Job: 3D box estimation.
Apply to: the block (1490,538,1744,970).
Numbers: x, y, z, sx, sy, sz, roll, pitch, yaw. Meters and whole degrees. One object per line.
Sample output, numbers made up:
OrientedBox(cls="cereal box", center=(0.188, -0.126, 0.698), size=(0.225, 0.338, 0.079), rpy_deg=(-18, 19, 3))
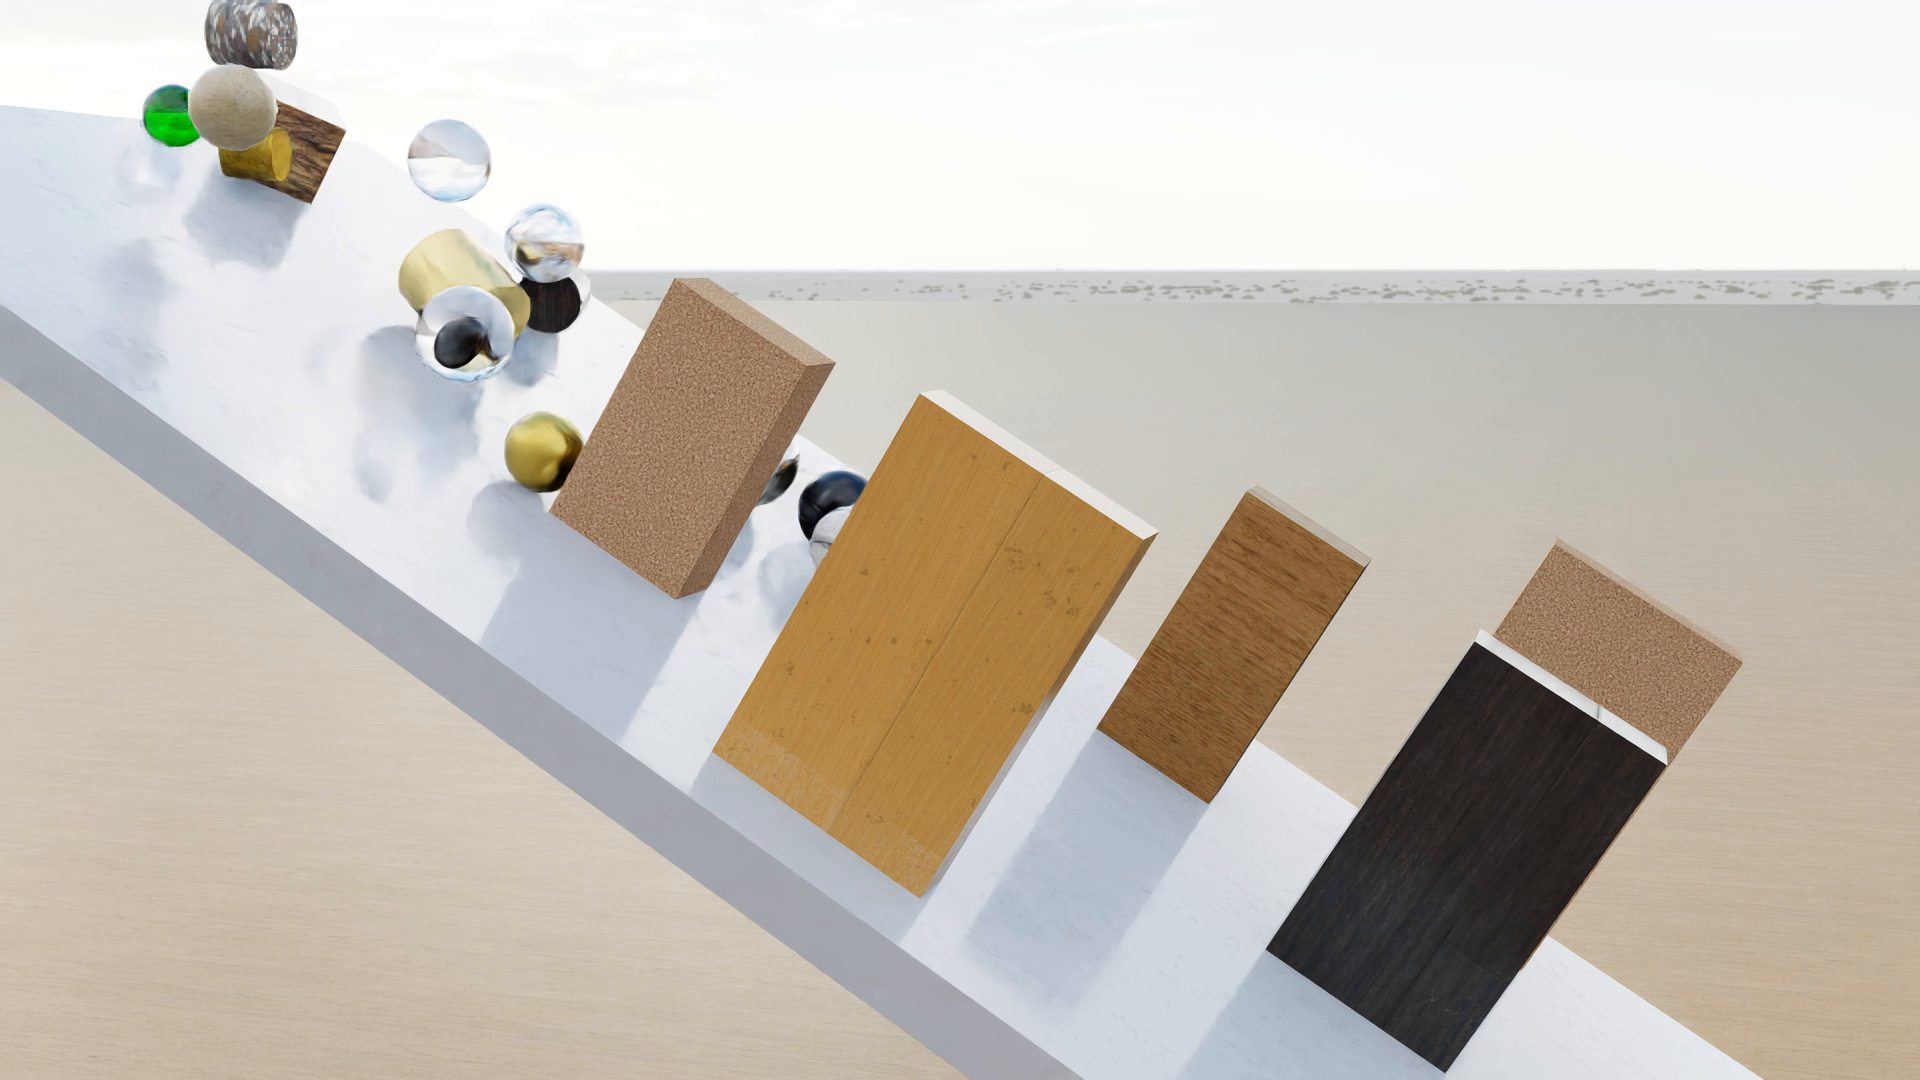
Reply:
OrientedBox(cls="block", center=(1.180, 0.435, 4.477), size=(0.423, 0.768, 0.126), rpy_deg=(34, 15, 11))

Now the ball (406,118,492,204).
OrientedBox(cls="ball", center=(-1.072, -0.797, 4.618), size=(0.177, 0.177, 0.177), rpy_deg=(0, 7, 0))

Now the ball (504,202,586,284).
OrientedBox(cls="ball", center=(-0.850, -0.609, 4.504), size=(0.165, 0.165, 0.165), rpy_deg=(0, 7, 0))

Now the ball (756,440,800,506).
OrientedBox(cls="ball", center=(-0.418, -0.161, 4.444), size=(0.187, 0.187, 0.187), rpy_deg=(0, 7, 0))

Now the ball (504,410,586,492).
OrientedBox(cls="ball", center=(-0.734, -0.156, 3.890), size=(0.146, 0.146, 0.146), rpy_deg=(0, 7, 0))

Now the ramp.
OrientedBox(cls="ramp", center=(-0.161, 0.266, 4.116), size=(4.000, 0.100, 2.000), rpy_deg=(34, 15, 11))

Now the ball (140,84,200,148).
OrientedBox(cls="ball", center=(-1.622, -0.877, 4.540), size=(0.130, 0.130, 0.130), rpy_deg=(0, 7, 0))

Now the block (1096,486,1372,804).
OrientedBox(cls="block", center=(0.542, 0.207, 4.368), size=(0.269, 0.569, 0.130), rpy_deg=(34, 15, 11))

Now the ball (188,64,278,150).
OrientedBox(cls="ball", center=(-1.334, -0.794, 4.034), size=(0.157, 0.157, 0.157), rpy_deg=(0, 7, 0))

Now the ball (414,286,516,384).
OrientedBox(cls="ball", center=(-0.902, -0.375, 4.010), size=(0.178, 0.178, 0.178), rpy_deg=(0, 7, 0))

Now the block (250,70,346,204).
OrientedBox(cls="block", center=(-1.456, -0.868, 4.733), size=(0.182, 0.182, 0.182), rpy_deg=(21, 18, -33))

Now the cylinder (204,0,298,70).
OrientedBox(cls="cylinder", center=(-1.449, -1.035, 4.500), size=(0.137, 0.137, 0.137), rpy_deg=(6, 8, 7))

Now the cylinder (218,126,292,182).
OrientedBox(cls="cylinder", center=(-1.445, -0.795, 4.511), size=(0.109, 0.109, 0.109), rpy_deg=(5, 7, 4))

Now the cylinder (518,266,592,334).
OrientedBox(cls="cylinder", center=(-0.892, -0.537, 4.824), size=(0.144, 0.144, 0.144), rpy_deg=(0, 16, -1))

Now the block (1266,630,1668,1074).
OrientedBox(cls="block", center=(0.860, 0.531, 3.763), size=(0.364, 0.654, 0.135), rpy_deg=(34, 15, 11))

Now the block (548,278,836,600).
OrientedBox(cls="block", center=(-0.468, -0.179, 3.834), size=(0.280, 0.476, 0.141), rpy_deg=(34, 15, 11))

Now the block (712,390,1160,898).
OrientedBox(cls="block", center=(-0.043, 0.153, 3.257), size=(0.386, 0.639, 0.109), rpy_deg=(34, 15, 11))

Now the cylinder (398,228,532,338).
OrientedBox(cls="cylinder", center=(-0.981, -0.485, 4.351), size=(0.189, 0.189, 0.189), rpy_deg=(46, 31, 25))

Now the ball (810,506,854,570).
OrientedBox(cls="ball", center=(-0.212, 0.015, 4.316), size=(0.164, 0.164, 0.164), rpy_deg=(0, 7, 0))

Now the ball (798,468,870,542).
OrientedBox(cls="ball", center=(-0.242, -0.058, 4.470), size=(0.178, 0.178, 0.178), rpy_deg=(0, 7, 0))
